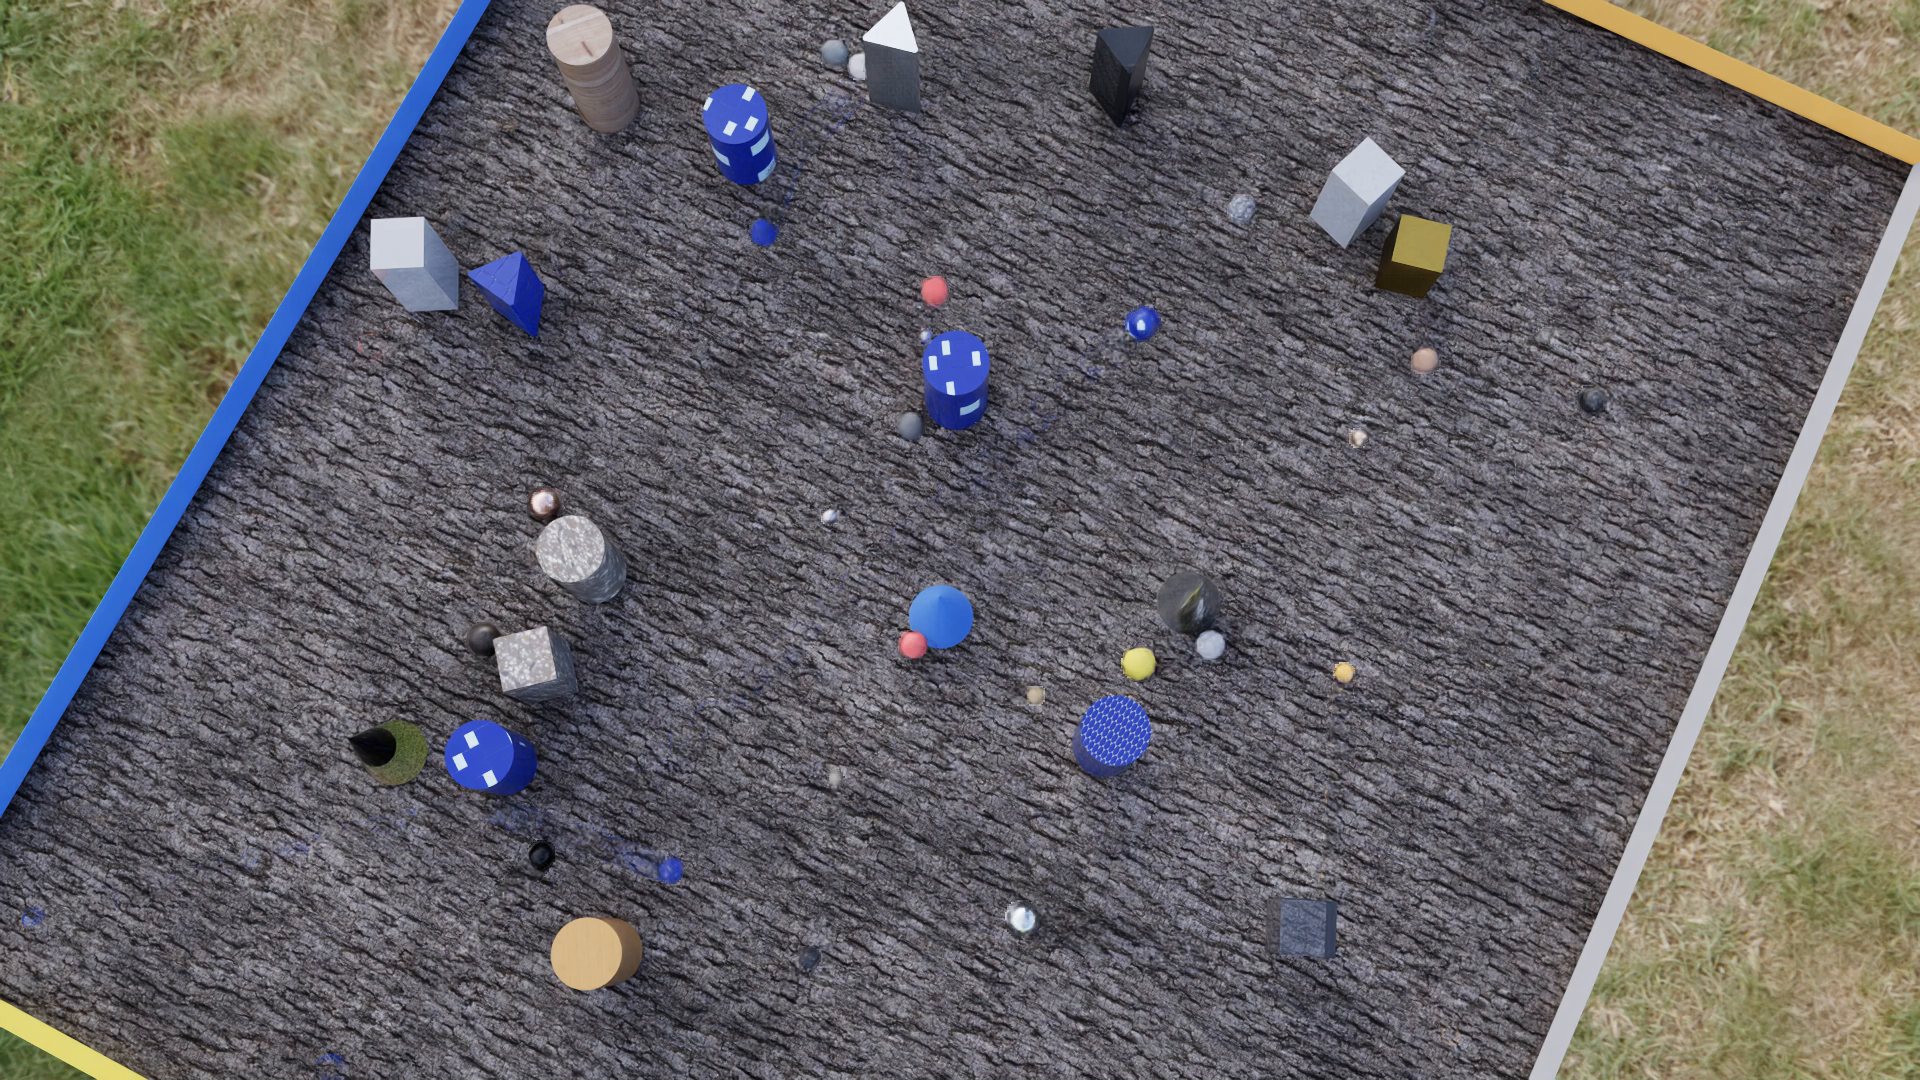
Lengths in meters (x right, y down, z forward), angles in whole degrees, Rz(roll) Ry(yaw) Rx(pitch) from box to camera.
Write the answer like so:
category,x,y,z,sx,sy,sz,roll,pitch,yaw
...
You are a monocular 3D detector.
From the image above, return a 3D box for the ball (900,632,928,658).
category,x,y,z,sx,sy,sz,roll,pitch,yaw
ball,-0.136,0.314,5.482,0.081,0.081,0.081,0,78,0

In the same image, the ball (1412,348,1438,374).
category,x,y,z,sx,sy,sz,roll,pitch,yaw
ball,1.445,-0.558,5.692,0.079,0.079,0.079,0,78,0

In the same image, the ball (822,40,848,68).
category,x,y,z,sx,sy,sz,roll,pitch,yaw
ball,-0.402,-1.566,5.897,0.086,0.086,0.086,0,78,0

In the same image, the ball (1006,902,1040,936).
category,x,y,z,sx,sy,sz,roll,pitch,yaw
ball,0.183,1.105,5.338,0.097,0.097,0.097,0,78,0

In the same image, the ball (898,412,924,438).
category,x,y,z,sx,sy,sz,roll,pitch,yaw
ball,-0.152,-0.354,5.647,0.083,0.083,0.083,0,78,0

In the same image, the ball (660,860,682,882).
category,x,y,z,sx,sy,sz,roll,pitch,yaw
ball,-0.850,0.970,5.382,0.065,0.065,0.065,0,78,0

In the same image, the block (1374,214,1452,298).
category,x,y,z,sx,sy,sz,roll,pitch,yaw
block,1.402,-0.877,5.678,0.156,0.236,0.156,14,79,3

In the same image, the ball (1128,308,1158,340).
category,x,y,z,sx,sy,sz,roll,pitch,yaw
ball,0.569,-0.671,5.706,0.098,0.098,0.098,0,78,0

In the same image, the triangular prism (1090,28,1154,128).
category,x,y,z,sx,sy,sz,roll,pitch,yaw
triangular prism,0.525,-1.472,5.724,0.147,0.386,0.169,-33,80,-6

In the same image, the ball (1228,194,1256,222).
category,x,y,z,sx,sy,sz,roll,pitch,yaw
ball,0.893,-1.051,5.791,0.085,0.085,0.085,0,78,0

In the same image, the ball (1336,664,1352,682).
category,x,y,z,sx,sy,sz,roll,pitch,yaw
ball,1.154,0.401,5.507,0.052,0.052,0.052,0,78,0

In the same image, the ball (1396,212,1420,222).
category,x,y,z,sx,sy,sz,roll,pitch,yaw
ball,1.417,-0.984,5.773,0.092,0.092,0.092,0,78,0

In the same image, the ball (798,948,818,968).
category,x,y,z,sx,sy,sz,roll,pitch,yaw
ball,-0.442,1.218,5.334,0.059,0.059,0.059,0,78,0

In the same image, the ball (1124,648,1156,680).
category,x,y,z,sx,sy,sz,roll,pitch,yaw
ball,0.539,0.370,5.490,0.097,0.097,0.097,0,78,0

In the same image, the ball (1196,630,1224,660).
category,x,y,z,sx,sy,sz,roll,pitch,yaw
ball,0.753,0.315,5.507,0.086,0.086,0.086,0,78,0

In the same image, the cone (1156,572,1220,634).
category,x,y,z,sx,sy,sz,roll,pitch,yaw
cone,0.697,0.156,5.405,0.195,0.351,0.195,0,78,0

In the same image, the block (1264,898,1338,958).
category,x,y,z,sx,sy,sz,roll,pitch,yaw
block,0.977,1.112,5.259,0.156,0.250,0.156,4,78,1

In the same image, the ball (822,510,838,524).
category,x,y,z,sx,sy,sz,roll,pitch,yaw
ball,-0.398,-0.072,5.608,0.046,0.046,0.046,0,78,0

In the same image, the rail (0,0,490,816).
category,x,y,z,sx,sy,sz,roll,pitch,yaw
rail,-1.946,-0.946,5.746,0.045,0.127,4.970,26,80,5

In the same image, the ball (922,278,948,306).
category,x,y,z,sx,sy,sz,roll,pitch,yaw
ball,-0.076,-0.767,5.675,0.083,0.083,0.083,0,78,0

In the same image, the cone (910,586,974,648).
category,x,y,z,sx,sy,sz,roll,pitch,yaw
cone,-0.058,0.196,5.389,0.195,0.367,0.195,0,78,0

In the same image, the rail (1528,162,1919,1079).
category,x,y,z,sx,sy,sz,roll,pitch,yaw
rail,1.946,0.959,5.352,0.045,0.127,4.970,26,80,5

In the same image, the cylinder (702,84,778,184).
category,x,y,z,sx,sy,sz,roll,pitch,yaw
cylinder,-0.683,-1.261,5.716,0.195,0.316,0.195,0,78,0

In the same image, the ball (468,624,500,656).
category,x,y,z,sx,sy,sz,roll,pitch,yaw
ball,-1.427,0.300,5.505,0.097,0.097,0.097,0,78,0

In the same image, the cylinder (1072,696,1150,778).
category,x,y,z,sx,sy,sz,roll,pitch,yaw
cylinder,0.433,0.570,5.289,0.195,0.410,0.195,0,78,0

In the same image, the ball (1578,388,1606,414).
category,x,y,z,sx,sy,sz,roll,pitch,yaw
ball,1.953,-0.429,5.662,0.085,0.085,0.085,0,78,0

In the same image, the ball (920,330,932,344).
category,x,y,z,sx,sy,sz,roll,pitch,yaw
ball,-0.105,-0.636,5.727,0.042,0.042,0.042,0,78,0

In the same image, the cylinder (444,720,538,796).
category,x,y,z,sx,sy,sz,roll,pitch,yaw
cylinder,-1.362,0.637,5.334,0.195,0.296,0.195,0,78,0

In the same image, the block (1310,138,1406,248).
category,x,y,z,sx,sy,sz,roll,pitch,yaw
block,1.222,-1.066,5.654,0.156,0.359,0.156,-43,81,-8

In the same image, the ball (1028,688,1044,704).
category,x,y,z,sx,sy,sz,roll,pitch,yaw
ball,0.226,0.467,5.494,0.050,0.050,0.050,0,78,0

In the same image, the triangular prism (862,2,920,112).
category,x,y,z,sx,sy,sz,roll,pitch,yaw
triangular prism,-0.192,-1.508,5.711,0.169,0.426,0.147,14,79,3

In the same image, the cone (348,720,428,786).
category,x,y,z,sx,sy,sz,roll,pitch,yaw
cone,-1.692,0.592,5.272,0.195,0.434,0.195,0,78,0

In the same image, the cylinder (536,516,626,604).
category,x,y,z,sx,sy,sz,roll,pitch,yaw
cylinder,-1.115,0.061,5.422,0.195,0.357,0.195,0,78,0

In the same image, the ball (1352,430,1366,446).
category,x,y,z,sx,sy,sz,roll,pitch,yaw
ball,1.232,-0.314,5.657,0.048,0.048,0.048,0,78,0

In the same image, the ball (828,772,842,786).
category,x,y,z,sx,sy,sz,roll,pitch,yaw
ball,-0.371,0.710,5.448,0.042,0.042,0.042,0,78,0

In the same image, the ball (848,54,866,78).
category,x,y,z,sx,sy,sz,roll,pitch,yaw
ball,-0.321,-1.524,5.891,0.079,0.079,0.079,0,78,0

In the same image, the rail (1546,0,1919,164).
category,x,y,z,sx,sy,sz,roll,pitch,yaw
rail,1.101,-2.149,5.995,4.398,0.127,0.045,26,80,5

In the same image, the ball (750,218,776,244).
category,x,y,z,sx,sy,sz,roll,pitch,yaw
ball,-0.622,-0.973,5.778,0.078,0.078,0.078,0,78,0

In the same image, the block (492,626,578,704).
category,x,y,z,sx,sy,sz,roll,pitch,yaw
block,-1.242,0.370,5.382,0.156,0.309,0.156,-14,79,-3

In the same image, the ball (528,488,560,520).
category,x,y,z,sx,sy,sz,roll,pitch,yaw
ball,-1.268,-0.109,5.590,0.096,0.096,0.096,0,78,0

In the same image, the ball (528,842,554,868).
category,x,y,z,sx,sy,sz,roll,pitch,yaw
ball,-1.231,0.927,5.388,0.072,0.072,0.072,0,78,0

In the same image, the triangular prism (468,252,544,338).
category,x,y,z,sx,sy,sz,roll,pitch,yaw
triangular prism,-1.358,-0.774,5.620,0.169,0.306,0.147,35,80,7

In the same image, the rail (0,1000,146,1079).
category,x,y,z,sx,sy,sz,roll,pitch,yaw
rail,-1.101,2.162,5.103,4.398,0.127,0.045,26,80,5

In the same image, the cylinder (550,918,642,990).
category,x,y,z,sx,sy,sz,roll,pitch,yaw
cylinder,-1.027,1.171,5.203,0.195,0.336,0.195,0,78,0

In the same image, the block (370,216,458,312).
category,x,y,z,sx,sy,sz,roll,pitch,yaw
block,-1.661,-0.838,5.595,0.156,0.382,0.156,-3,78,-1

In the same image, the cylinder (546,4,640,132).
category,x,y,z,sx,sy,sz,roll,pitch,yaw
cylinder,-1.130,-1.452,5.674,0.195,0.477,0.195,0,78,0

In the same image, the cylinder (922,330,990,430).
category,x,y,z,sx,sy,sz,roll,pitch,yaw
cylinder,-0.012,-0.476,5.517,0.195,0.387,0.195,0,78,0
